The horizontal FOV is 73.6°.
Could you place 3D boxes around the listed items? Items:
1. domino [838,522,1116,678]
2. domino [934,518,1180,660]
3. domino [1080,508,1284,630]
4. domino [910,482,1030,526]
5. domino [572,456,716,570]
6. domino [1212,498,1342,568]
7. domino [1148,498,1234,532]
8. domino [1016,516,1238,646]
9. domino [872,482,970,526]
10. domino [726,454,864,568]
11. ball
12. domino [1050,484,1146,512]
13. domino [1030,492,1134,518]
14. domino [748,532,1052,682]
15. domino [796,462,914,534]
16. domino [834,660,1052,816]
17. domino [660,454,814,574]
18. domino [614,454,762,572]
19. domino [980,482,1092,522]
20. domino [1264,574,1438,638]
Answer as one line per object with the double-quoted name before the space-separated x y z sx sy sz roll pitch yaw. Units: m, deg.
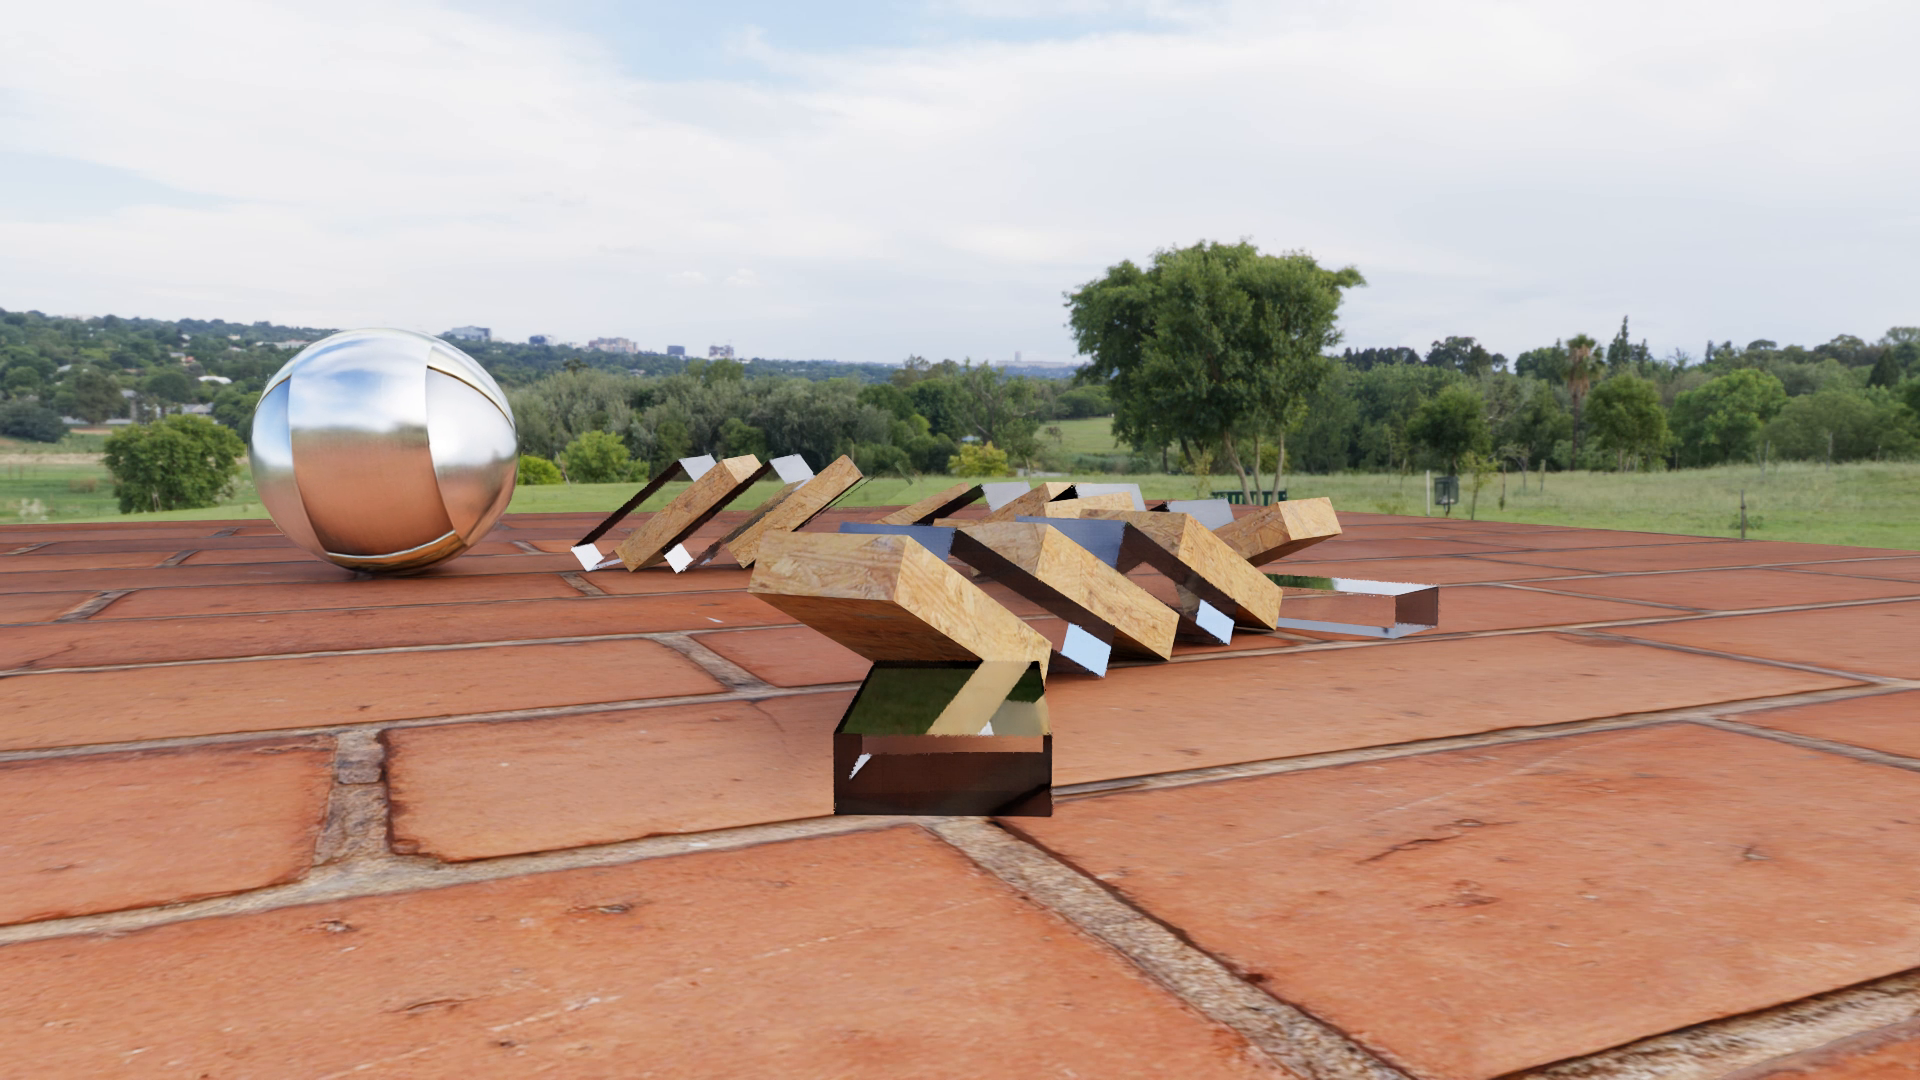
"domino" 0.003 0.011 0.224 0.025 0.009 0.050 3 -19 40
"domino" 0.018 0.010 0.243 0.025 0.009 0.050 3 -18 39
"domino" 0.048 0.007 0.280 0.025 0.009 0.050 4 -18 38
"domino" -0.002 -0.004 0.419 0.050 0.009 0.025 -29 -15 37
"domino" -0.105 -0.009 0.434 0.050 0.009 0.025 -37 -3 15
"domino" 0.067 0.003 0.322 0.025 0.009 0.050 -6 -16 -47
"domino" 0.045 0.003 0.339 0.025 0.009 0.050 -4 -17 -43
"domino" 0.034 0.009 0.262 0.025 0.010 0.050 3 -18 39
"domino" -0.020 -0.005 0.444 0.050 0.009 0.025 -24 1 8
"domino" -0.056 -0.010 0.442 0.050 0.009 0.025 -38 3 0
"ball" -0.184 -0.029 0.415 0.080 0.080 0.080 0 4 0
"domino" 0.030 -0.002 0.385 0.025 0.009 0.050 -2 -22 -37
"domino" 0.027 0.001 0.354 0.025 0.010 0.050 -8 -15 -20
"domino" -0.008 0.012 0.201 0.025 0.009 0.050 2 -20 30
"domino" -0.040 -0.009 0.448 0.050 0.009 0.025 -34 3 3
"domino" -0.001 0.025 0.171 0.025 0.009 0.050 0 4 2
"domino" -0.074 -0.009 0.427 0.050 0.009 0.025 -37 -3 18
"domino" -0.090 -0.009 0.430 0.050 0.010 0.025 -37 -3 16
"domino" 0.017 -0.003 0.405 0.050 0.010 0.025 -29 -17 36
"domino" 0.084 0.015 0.306 0.050 0.010 0.025 4 6 41
